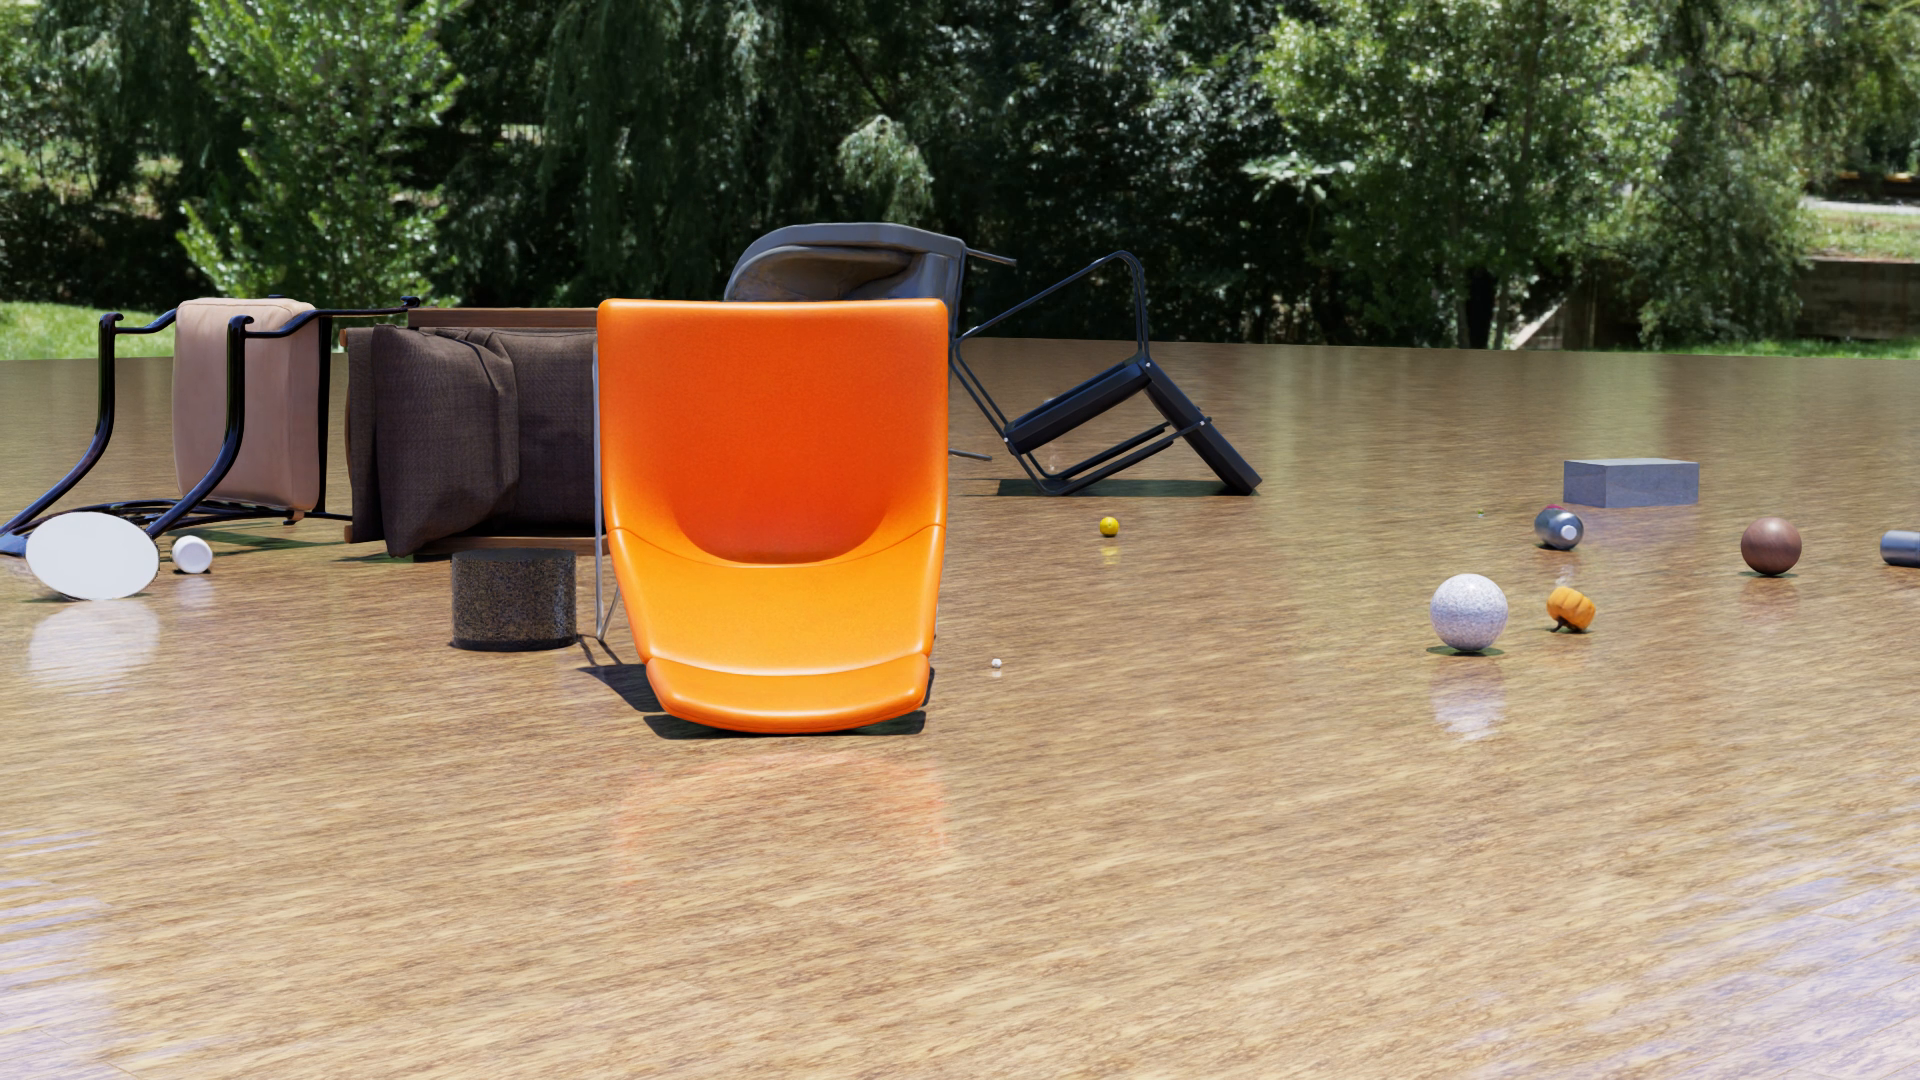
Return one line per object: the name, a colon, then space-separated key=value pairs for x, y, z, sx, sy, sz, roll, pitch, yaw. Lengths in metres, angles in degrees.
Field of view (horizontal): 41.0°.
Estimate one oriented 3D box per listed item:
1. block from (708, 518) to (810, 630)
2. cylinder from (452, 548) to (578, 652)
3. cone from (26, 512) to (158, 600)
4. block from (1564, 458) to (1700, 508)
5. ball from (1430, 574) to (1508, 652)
block: x=-0.383 y=0.063 z=4.876 sx=0.161 sy=0.190 sz=0.165 roll=-2 pitch=6 yaw=-17
cylinder: x=-0.800 y=0.105 z=4.609 sx=0.220 sy=0.160 sz=0.235 roll=-2 pitch=6 yaw=-17
cone: x=-1.820 y=0.069 z=5.322 sx=0.264 sy=0.194 sz=0.189 roll=5 pitch=-25 yaw=-30
block: x=1.945 y=-0.167 z=7.438 sx=0.315 sy=0.121 sz=0.212 roll=-2 pitch=6 yaw=-20
ball: x=0.894 y=0.127 z=4.507 sx=0.137 sy=0.137 sz=0.137 roll=0 pitch=6 yaw=0
